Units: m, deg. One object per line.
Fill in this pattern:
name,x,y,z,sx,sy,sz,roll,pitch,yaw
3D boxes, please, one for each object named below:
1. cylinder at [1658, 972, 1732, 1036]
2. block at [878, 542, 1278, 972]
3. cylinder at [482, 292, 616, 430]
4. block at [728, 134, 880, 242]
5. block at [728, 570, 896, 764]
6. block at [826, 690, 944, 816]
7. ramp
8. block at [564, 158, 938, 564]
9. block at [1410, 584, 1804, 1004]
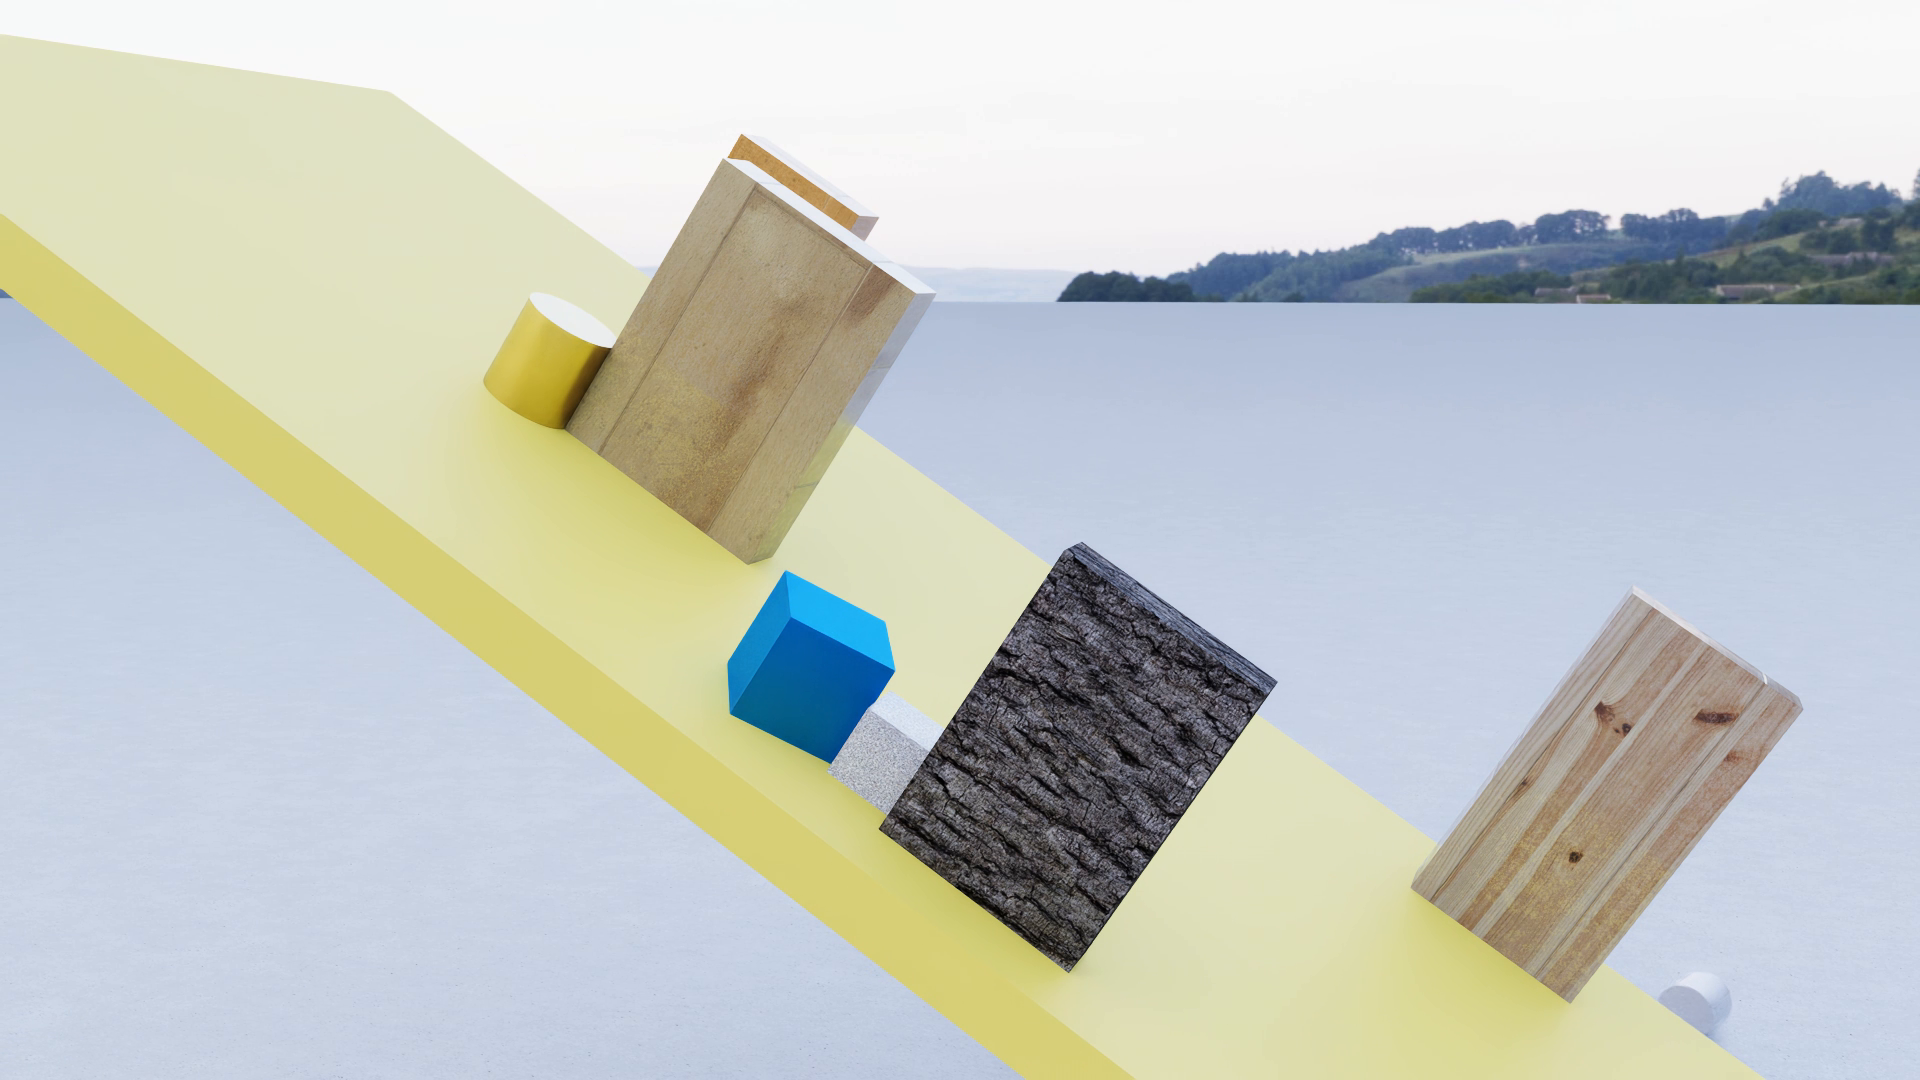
cylinder,1.790,1.137,5.364,0.138,0.138,0.138,5,9,37
block,0.167,0.313,3.183,0.347,0.507,0.104,36,15,10
cylinder,-0.738,-0.322,3.964,0.178,0.178,0.178,31,15,-9
block,-0.439,-0.507,4.448,0.296,0.540,0.123,36,15,10
block,-0.231,0.194,3.374,0.181,0.181,0.181,28,16,-17
block,-0.104,0.324,3.340,0.122,0.122,0.122,35,15,7
ramp,-0.122,0.207,4.097,4.000,0.100,2.000,36,15,10
block,-0.377,-0.316,3.913,0.424,0.574,0.118,36,15,10
block,1.277,0.506,4.379,0.382,0.743,0.130,36,15,10
